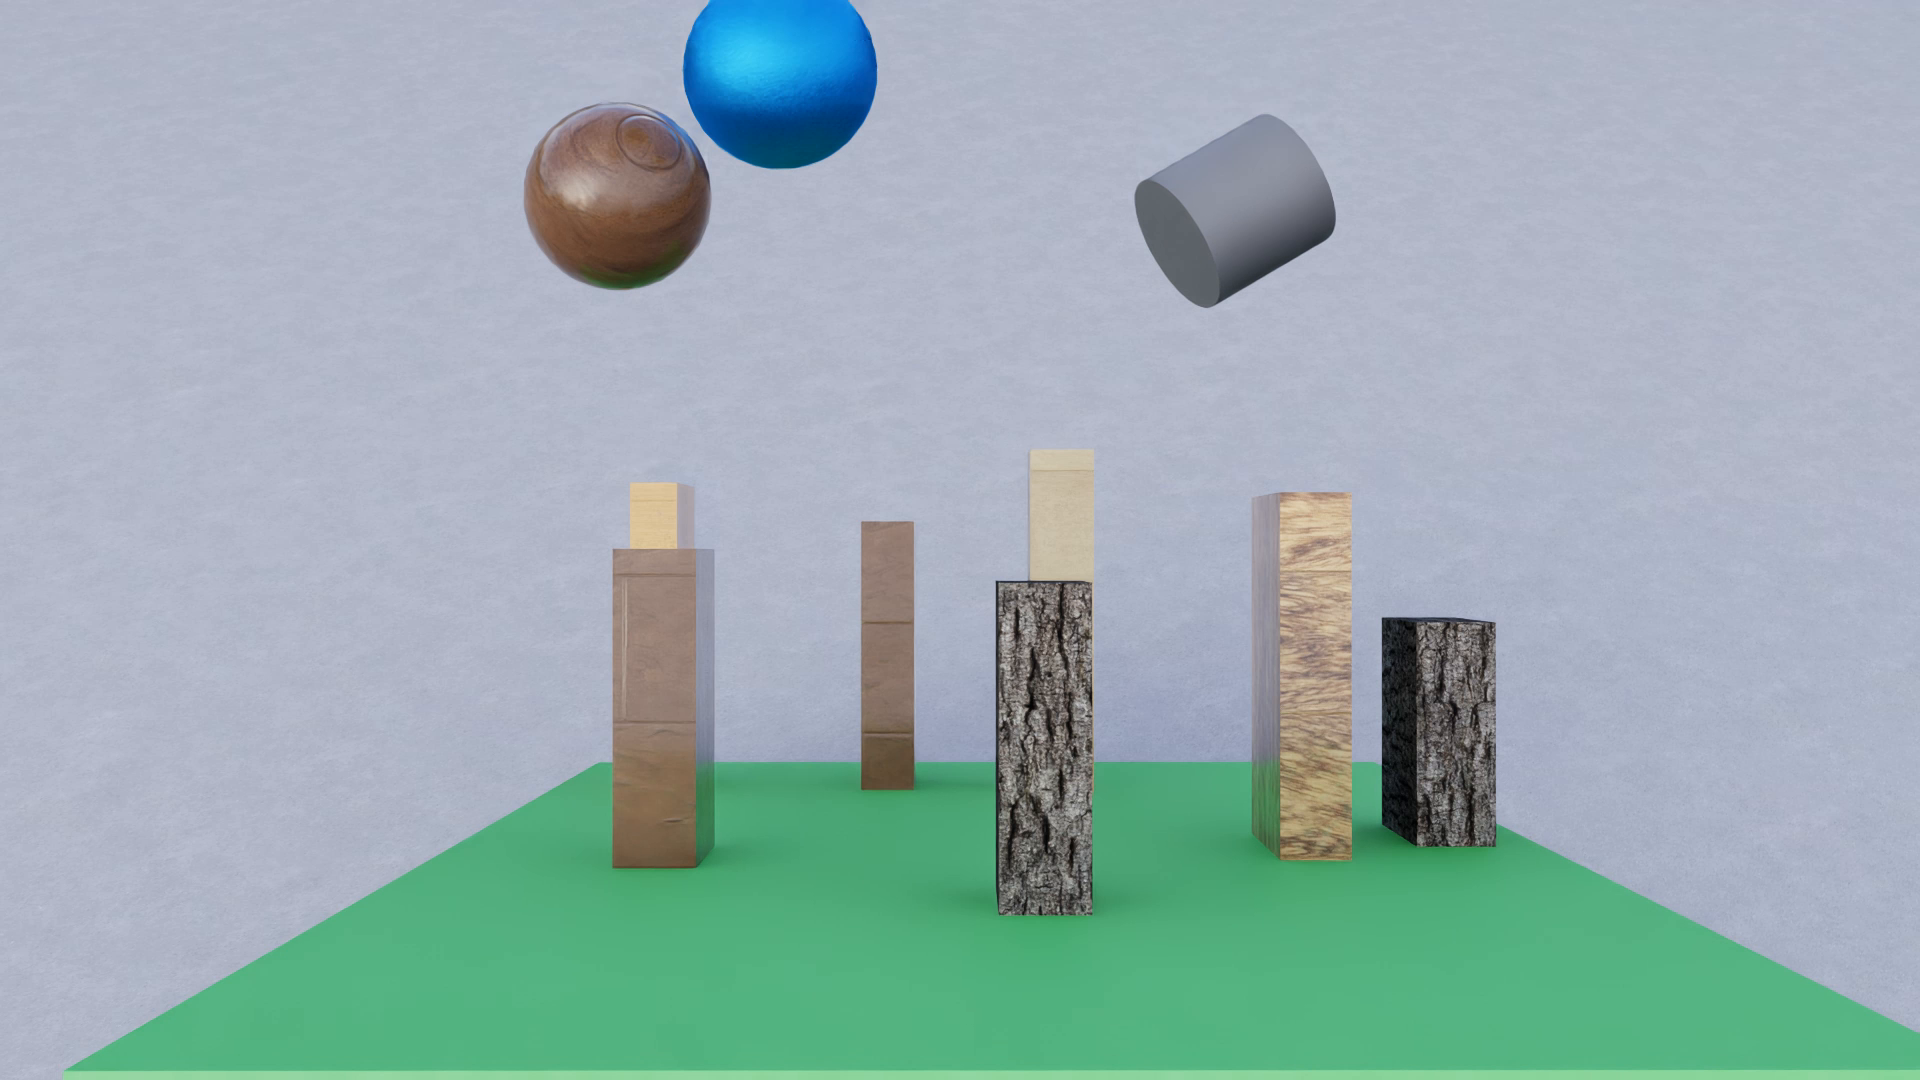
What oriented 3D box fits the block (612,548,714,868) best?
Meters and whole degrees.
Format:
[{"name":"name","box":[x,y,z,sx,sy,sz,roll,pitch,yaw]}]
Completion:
[{"name":"block","box":[-0.522,0.289,4.589,0.142,0.546,0.337,0,0,0]}]

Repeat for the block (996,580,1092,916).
[{"name":"block","box":[0.127,0.311,4.009,0.139,0.493,0.332,0,0,0]}]

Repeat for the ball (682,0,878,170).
[{"name":"ball","box":[-0.182,-0.475,2.623,0.197,0.197,0.197,0,31,0]}]

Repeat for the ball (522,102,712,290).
[{"name":"ball","box":[-0.317,-0.318,2.396,0.173,0.173,0.173,0,31,0]}]

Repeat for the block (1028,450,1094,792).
[{"name":"block","box":[0.230,0.183,5.947,0.143,0.772,0.246,0,0,0]}]

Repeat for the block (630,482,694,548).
[{"name":"block","box":[-0.687,0.221,5.993,0.105,0.697,0.385,0,0,0]}]

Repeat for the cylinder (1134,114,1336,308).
[{"name":"cylinder","box":[0.251,-0.300,2.364,0.130,0.130,0.130,-31,40,-14]}]

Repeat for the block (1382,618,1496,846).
[{"name":"block","box":[0.910,0.358,4.941,0.145,0.411,0.393,0,0,0]}]

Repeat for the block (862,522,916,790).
[{"name":"block","box":[-0.165,0.264,6.037,0.120,0.612,0.290,0,0,0]}]

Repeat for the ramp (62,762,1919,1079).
[{"name":"ramp","box":[0.069,0.612,4.684,2.000,0.100,4.000,0,0,0]}]

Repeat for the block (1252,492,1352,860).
[{"name":"block","box":[0.623,0.240,4.752,0.125,0.644,0.443,0,0,0]}]
